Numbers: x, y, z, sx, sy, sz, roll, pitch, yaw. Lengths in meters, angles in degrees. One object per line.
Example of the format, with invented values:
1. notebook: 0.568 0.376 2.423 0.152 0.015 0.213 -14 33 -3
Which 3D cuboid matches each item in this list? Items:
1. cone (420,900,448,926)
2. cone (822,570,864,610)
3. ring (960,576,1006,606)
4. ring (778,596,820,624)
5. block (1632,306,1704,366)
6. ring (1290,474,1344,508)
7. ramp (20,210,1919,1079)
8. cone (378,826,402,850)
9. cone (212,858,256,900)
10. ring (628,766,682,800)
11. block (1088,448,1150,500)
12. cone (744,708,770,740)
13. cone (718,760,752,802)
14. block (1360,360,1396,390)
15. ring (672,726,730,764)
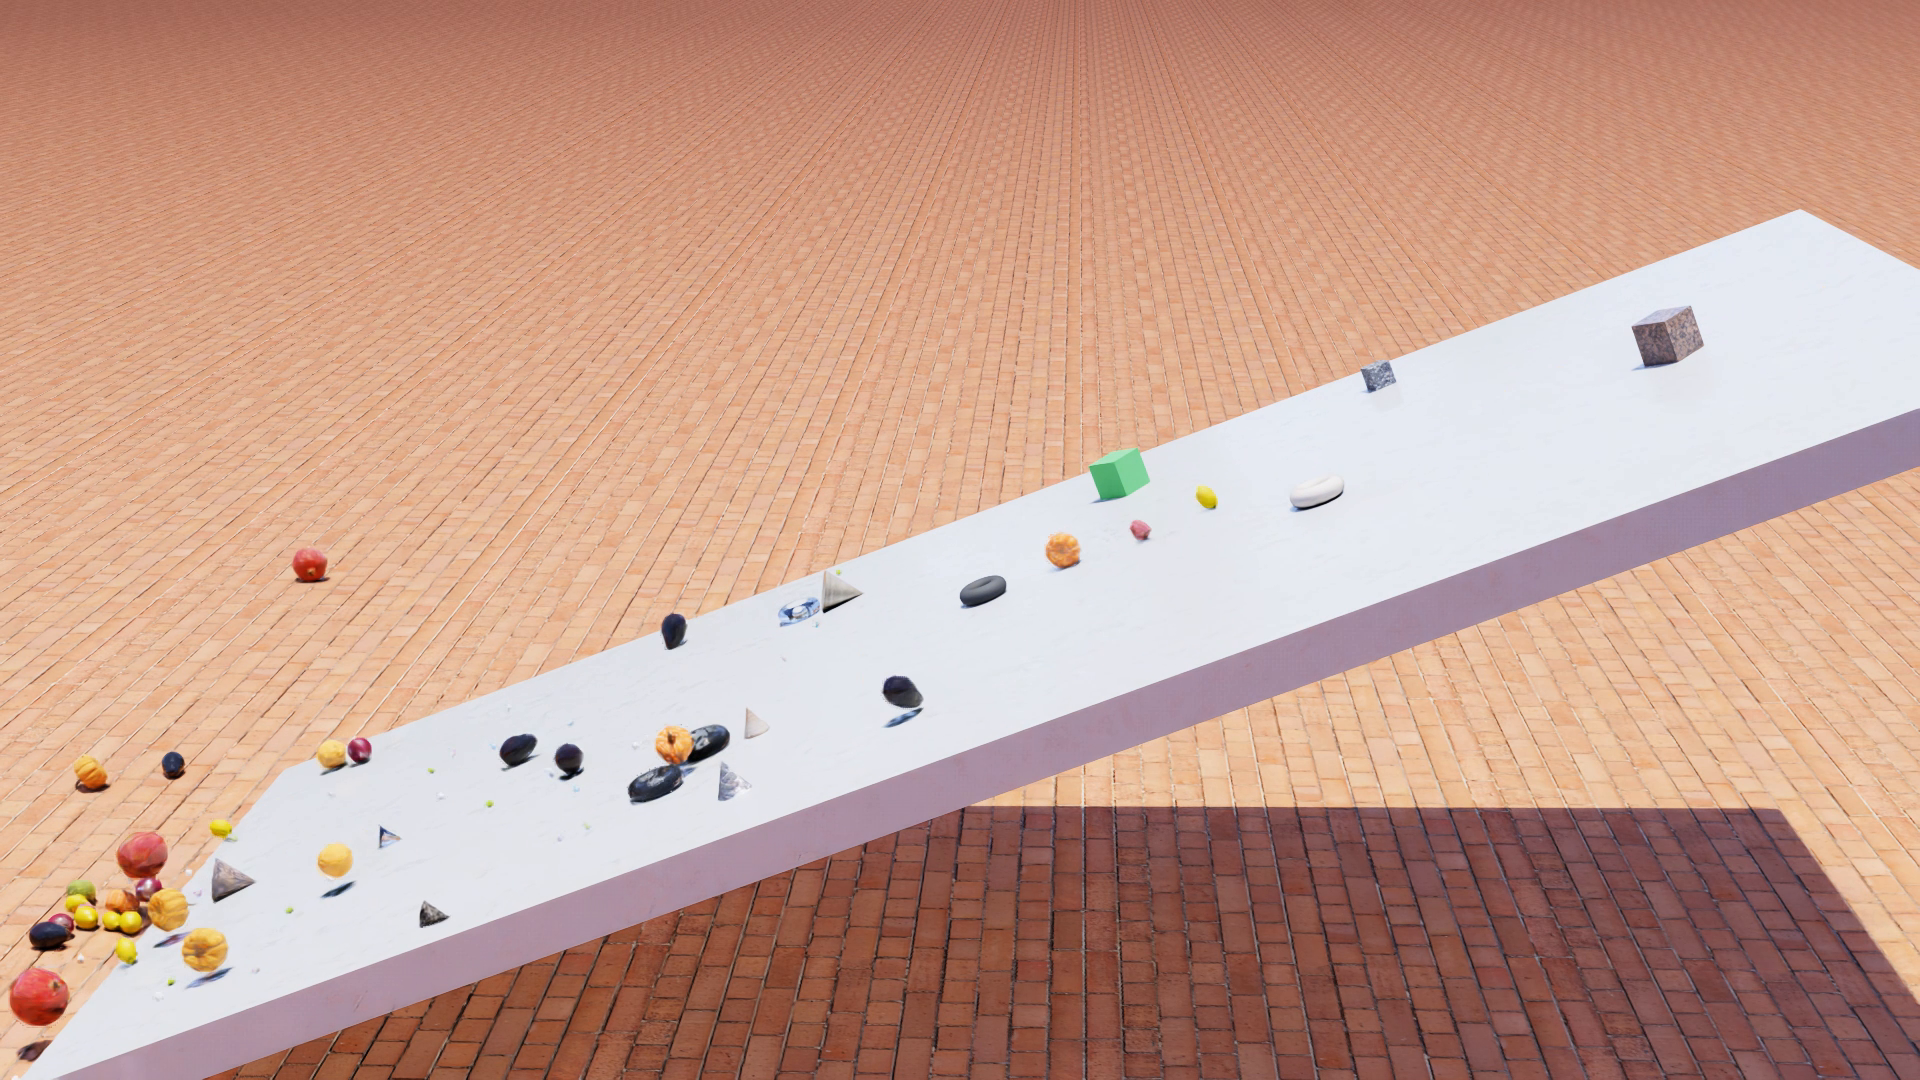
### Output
1. cone: -0.990 0.711 5.562 0.053 0.053 0.053 15 13 -5
2. cone: -0.271 0.122 6.878 0.096 0.096 0.096 4 13 -7
3. ring: 0.050 0.109 6.380 0.108 0.036 0.108 -20 13 5
4. ring: -0.377 0.164 6.899 0.104 0.035 0.104 -20 12 5
5. block: 1.469 -0.423 6.103 0.091 0.091 0.091 -29 14 -33
6. ring: 0.739 -0.101 6.087 0.118 0.039 0.118 -21 10 4
7. ramp: 0.120 0.175 6.293 4.000 0.100 2.000 -20 12 7
8. cone: -1.219 0.638 6.298 0.050 0.050 0.050 3 12 -13
9. cone: -1.580 0.744 6.424 0.092 0.092 0.092 4 13 -6
10. ring: -0.607 0.484 5.861 0.116 0.039 0.116 -21 10 4
11. block: 0.372 -0.154 6.861 0.087 0.087 0.087 -31 15 -39
12. cone: -0.425 0.368 6.010 0.058 0.058 0.058 -21 12 5
13. cone: -0.444 0.453 5.631 0.071 0.071 0.071 -21 12 5
14. block: 0.981 -0.386 6.898 0.054 0.054 0.054 -24 12 -12
15. ring: -0.531 0.417 6.017 0.127 0.042 0.127 -20 13 5
